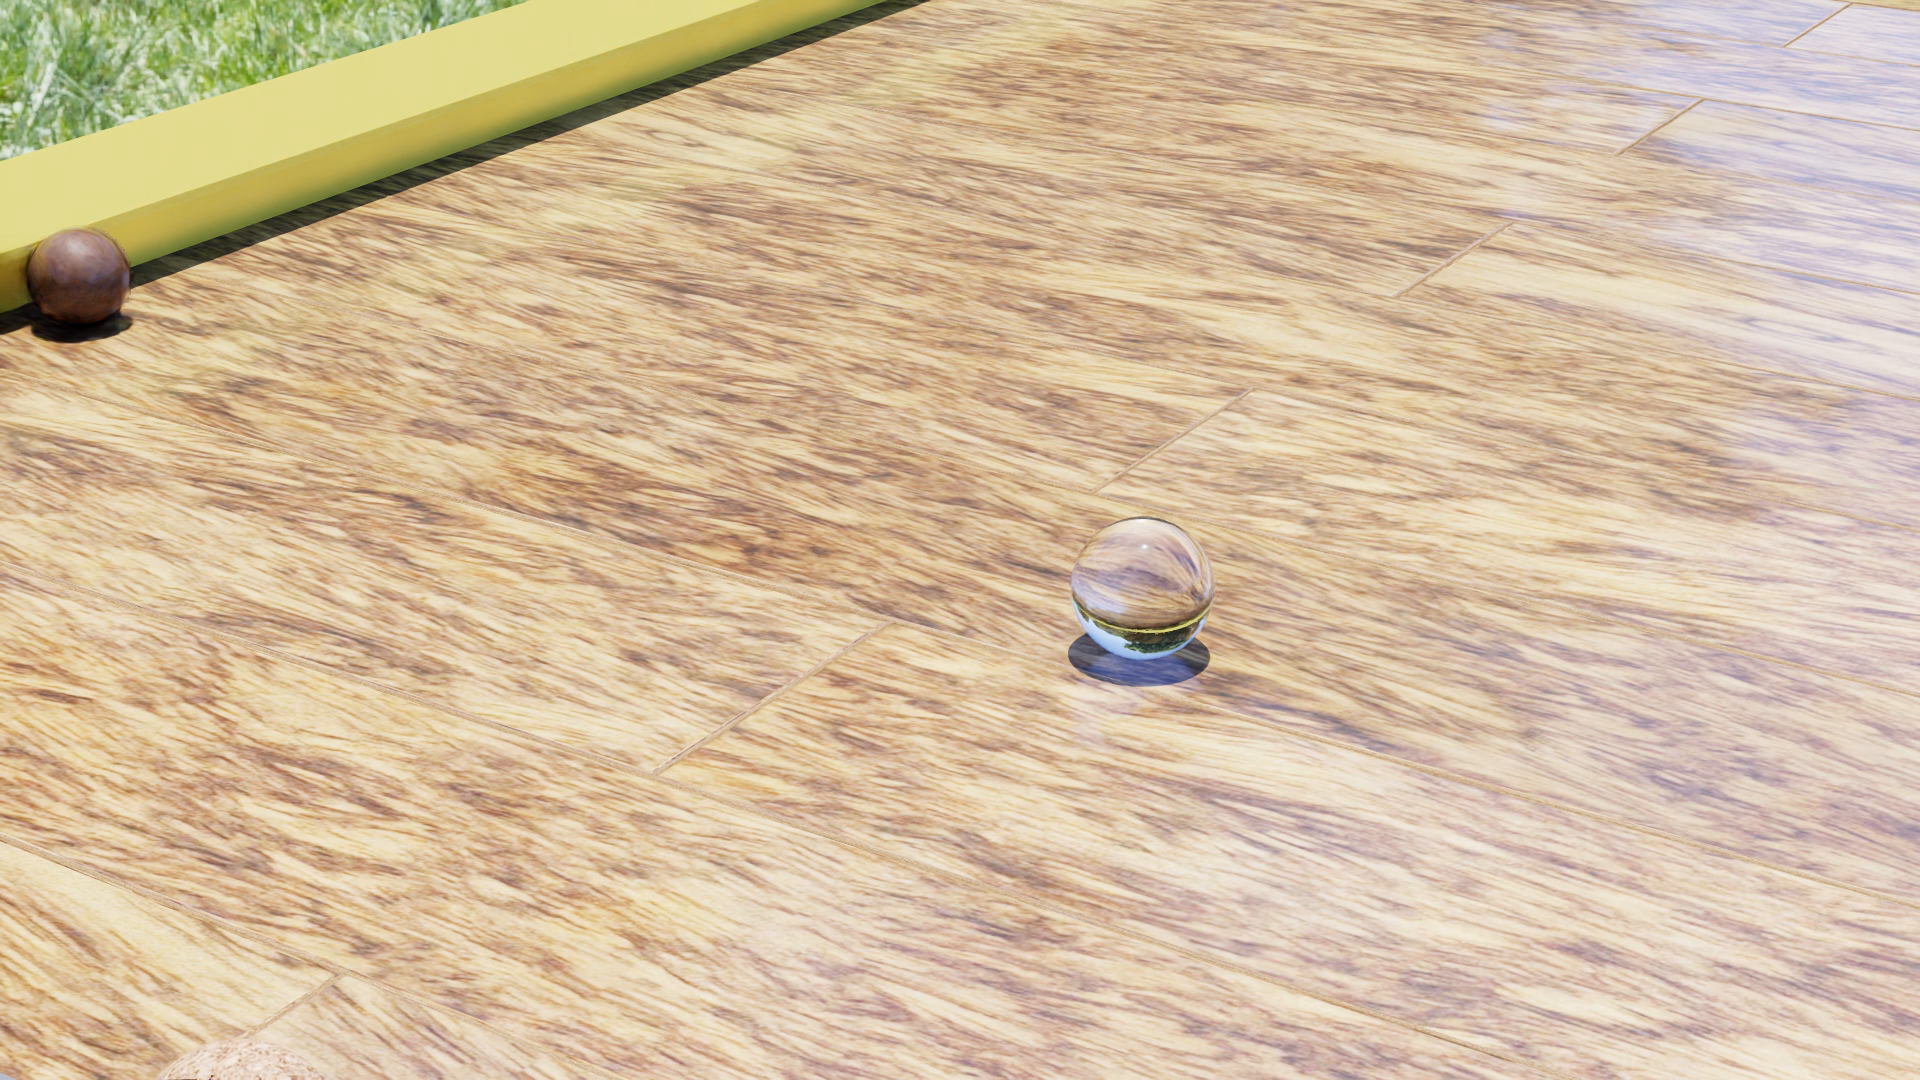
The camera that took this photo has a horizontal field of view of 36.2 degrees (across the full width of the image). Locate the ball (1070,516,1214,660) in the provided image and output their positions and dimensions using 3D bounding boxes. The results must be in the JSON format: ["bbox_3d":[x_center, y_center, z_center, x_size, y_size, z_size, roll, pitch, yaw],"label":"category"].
[{"bbox_3d":[0.113,0.030,1.826,0.089,0.089,0.089,0,24,0],"label":"ball"}]

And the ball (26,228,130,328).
[{"bbox_3d":[-0.715,-0.213,2.388,0.081,0.081,0.081,0,24,0],"label":"ball"}]

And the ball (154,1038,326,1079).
[{"bbox_3d":[-0.315,0.266,1.285,0.094,0.094,0.094,0,24,0],"label":"ball"}]

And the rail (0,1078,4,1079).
[{"bbox_3d":[-0.430,0.255,1.272,1.954,0.123,0.045,15,28,30],"label":"rail"}]

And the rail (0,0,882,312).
[{"bbox_3d":[-0.358,-0.501,2.987,0.045,0.123,3.276,15,28,30],"label":"rail"}]
